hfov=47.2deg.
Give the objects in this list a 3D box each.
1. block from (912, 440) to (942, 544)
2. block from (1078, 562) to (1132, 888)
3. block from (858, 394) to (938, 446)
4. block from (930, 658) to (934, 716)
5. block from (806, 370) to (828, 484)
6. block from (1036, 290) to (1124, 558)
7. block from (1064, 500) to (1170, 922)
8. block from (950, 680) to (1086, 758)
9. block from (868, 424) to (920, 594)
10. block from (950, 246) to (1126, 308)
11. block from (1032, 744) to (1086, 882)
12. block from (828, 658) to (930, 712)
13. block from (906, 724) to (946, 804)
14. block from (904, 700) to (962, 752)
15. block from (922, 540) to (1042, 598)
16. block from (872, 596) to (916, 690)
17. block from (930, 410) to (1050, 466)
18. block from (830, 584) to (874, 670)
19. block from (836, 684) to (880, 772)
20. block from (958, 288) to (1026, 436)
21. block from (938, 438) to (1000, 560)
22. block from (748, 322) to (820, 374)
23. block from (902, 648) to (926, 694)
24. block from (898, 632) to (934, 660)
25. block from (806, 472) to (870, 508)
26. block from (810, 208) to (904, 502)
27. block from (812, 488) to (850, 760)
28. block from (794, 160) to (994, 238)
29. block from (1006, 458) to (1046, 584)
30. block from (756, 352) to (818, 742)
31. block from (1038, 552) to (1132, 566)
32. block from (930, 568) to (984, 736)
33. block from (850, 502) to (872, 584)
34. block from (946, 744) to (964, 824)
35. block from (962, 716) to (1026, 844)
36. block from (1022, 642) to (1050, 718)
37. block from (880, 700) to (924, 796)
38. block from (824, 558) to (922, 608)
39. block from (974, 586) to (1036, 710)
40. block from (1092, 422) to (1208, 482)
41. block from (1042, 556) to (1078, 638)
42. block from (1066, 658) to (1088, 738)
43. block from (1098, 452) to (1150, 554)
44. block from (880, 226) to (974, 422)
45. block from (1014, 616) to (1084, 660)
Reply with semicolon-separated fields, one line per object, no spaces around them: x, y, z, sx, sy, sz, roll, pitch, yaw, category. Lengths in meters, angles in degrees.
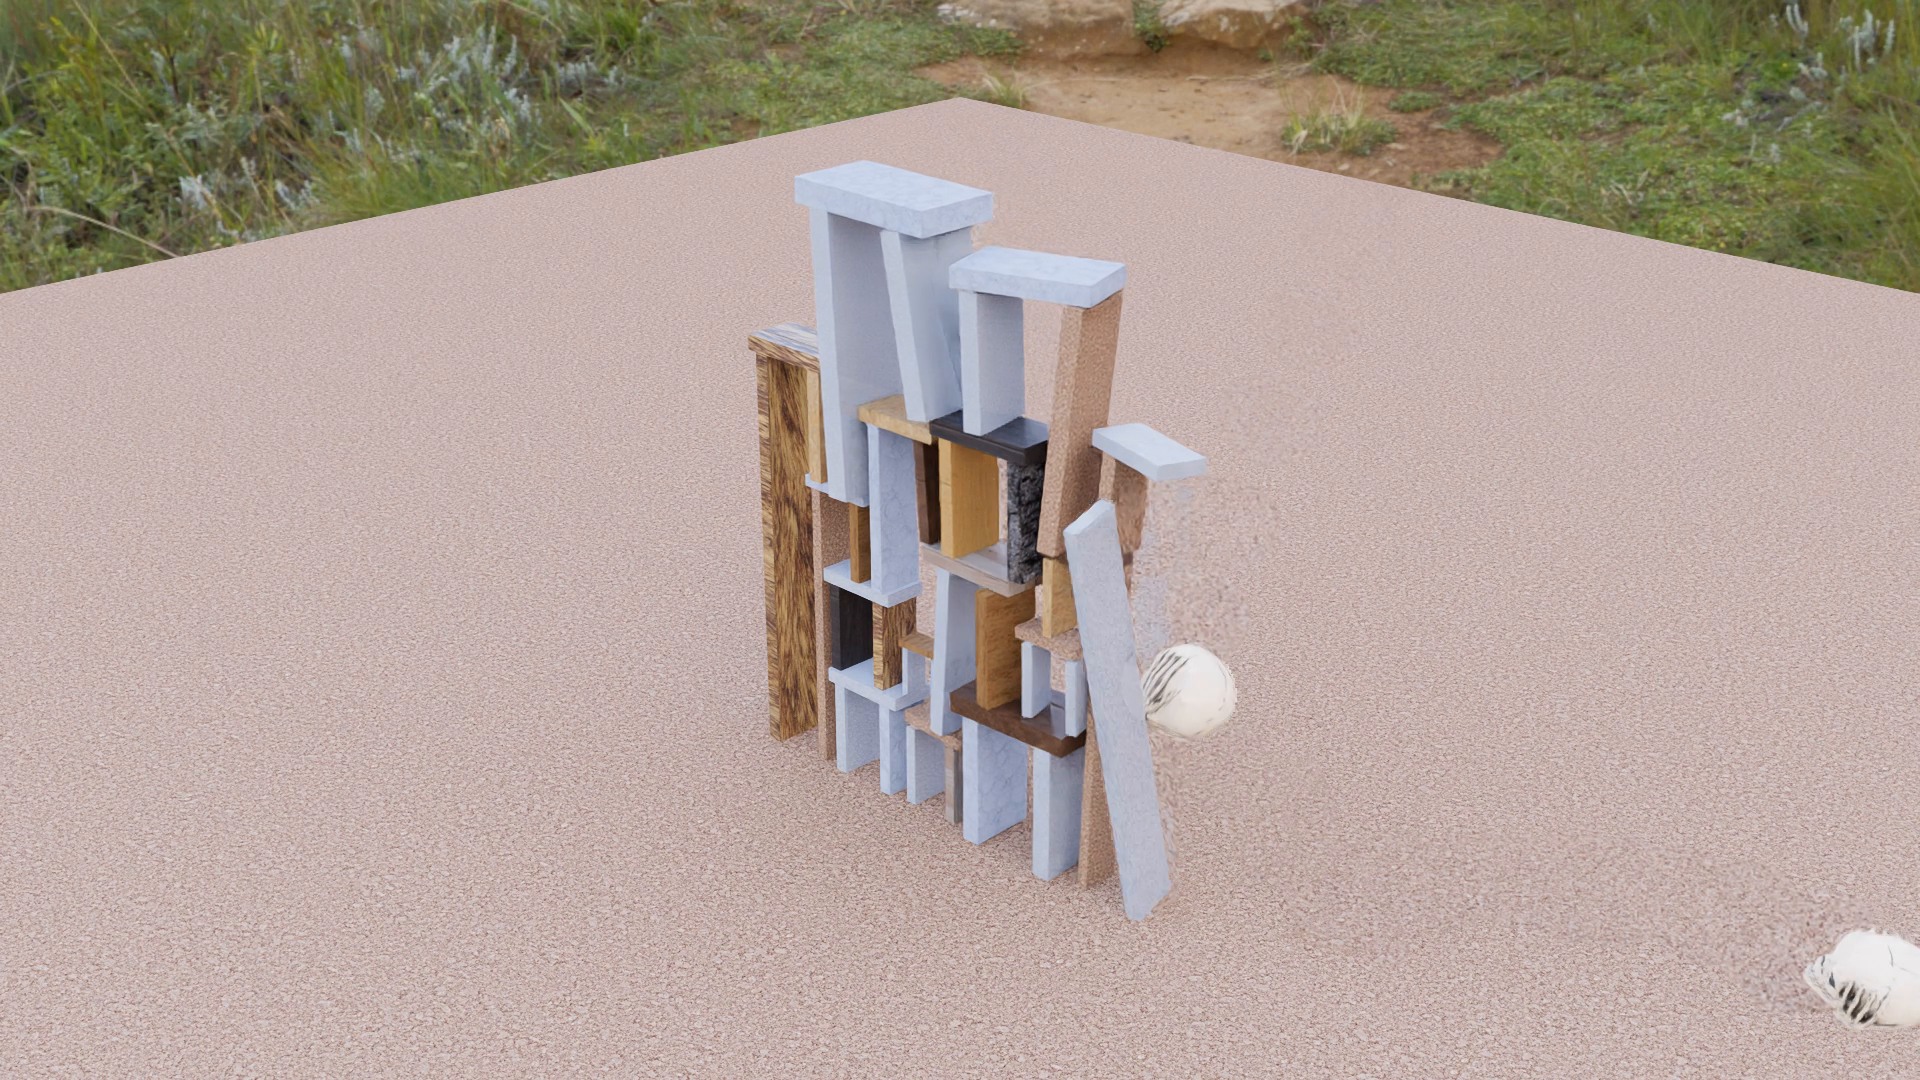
-0.035;-0.105;4.217;0.104;0.207;0.029;-19;25;-37;block
0.270;0.348;4.108;0.077;0.648;0.022;-17;28;-41;block
-0.088;-0.232;4.215;0.104;0.029;0.207;-20;29;-39;block
-0.035;0.286;4.415;0.051;0.137;0.014;-20;30;-39;block
-0.248;-0.239;4.386;0.033;0.232;0.116;21;31;41;block
0.212;-0.208;3.918;0.039;0.473;0.139;21;30;28;block
0.284;0.321;3.885;0.029;0.874;0.102;19;43;37;block
0.132;0.328;4.208;0.283;0.040;0.141;20;31;39;block
-0.130;-0.073;4.335;0.029;0.354;0.103;21;31;41;block
0.136;-0.464;3.860;0.277;0.039;0.139;12;28;28;block
0.203;0.499;4.218;0.040;0.283;0.141;22;32;39;block
-0.166;0.291;4.524;0.201;0.028;0.100;21;31;41;block
-0.069;0.447;4.490;0.085;0.170;0.024;-21;31;-40;block
-0.025;0.370;4.422;0.085;0.024;0.170;-18;29;-36;block
0.051;0.041;4.181;0.119;0.034;0.238;-20;30;-38;block
-0.132;0.201;4.457;0.027;0.191;0.095;21;31;41;block
0.071;-0.197;4.041;0.238;0.034;0.119;21;31;40;block
-0.222;0.166;4.540;0.095;0.191;0.027;-21;31;-41;block
-0.213;0.378;4.612;0.028;0.201;0.100;21;31;41;block
0.059;-0.342;3.981;0.039;0.277;0.139;15;30;34;block
0.018;-0.095;4.151;0.119;0.238;0.034;-20;29;-38;block
-0.303;-0.383;4.384;0.116;0.033;0.232;-21;31;-40;block
-0.093;0.256;4.440;0.014;0.102;0.051;21;31;40;block
-0.069;0.211;4.397;0.102;0.014;0.051;19;30;38;block
-0.221;-0.110;4.409;0.170;0.024;0.085;21;31;40;block
-0.190;-0.373;4.254;0.050;0.578;0.176;18;30;42;block
-0.261;0.169;4.572;0.024;0.617;0.085;21;31;41;block
-0.125;-0.632;4.061;0.176;0.050;0.353;-21;31;-39;block
0.136;-0.050;4.047;0.034;0.238;0.119;17;29;35;block
-0.357;0.013;4.613;0.033;0.873;0.116;21;31;41;block
0.229;0.023;4.011;0.154;0.022;0.077;16;27;32;block
0.004;0.203;4.314;0.119;0.366;0.034;-20;34;-38;block
-0.181;-0.005;4.411;0.085;0.170;0.024;-21;31;-40;block
0.011;0.478;4.417;0.085;0.170;0.024;-19;30;-38;block
0.069;0.447;4.341;0.040;0.283;0.141;21;32;40;block
0.143;0.252;4.140;0.021;0.150;0.075;11;24;27;block
-0.118;0.415;4.525;0.028;0.201;0.100;21;31;41;block
-0.177;0.083;4.456;0.191;0.027;0.095;21;31;41;block
0.087;0.194;4.169;0.119;0.238;0.034;-18;29;-33;block
0.329;-0.154;3.838;0.102;0.029;0.204;-9;25;-28;block
0.185;0.097;4.062;0.022;0.154;0.077;17;27;38;block
0.223;0.281;4.074;0.021;0.150;0.075;12;27;29;block
0.290;-0.070;3.939;0.029;0.204;0.102;26;31;38;block
-0.042;-0.412;4.063;0.176;0.353;0.050;-22;22;-40;block
0.183;0.181;4.087;0.150;0.021;0.075;20;29;40;block
